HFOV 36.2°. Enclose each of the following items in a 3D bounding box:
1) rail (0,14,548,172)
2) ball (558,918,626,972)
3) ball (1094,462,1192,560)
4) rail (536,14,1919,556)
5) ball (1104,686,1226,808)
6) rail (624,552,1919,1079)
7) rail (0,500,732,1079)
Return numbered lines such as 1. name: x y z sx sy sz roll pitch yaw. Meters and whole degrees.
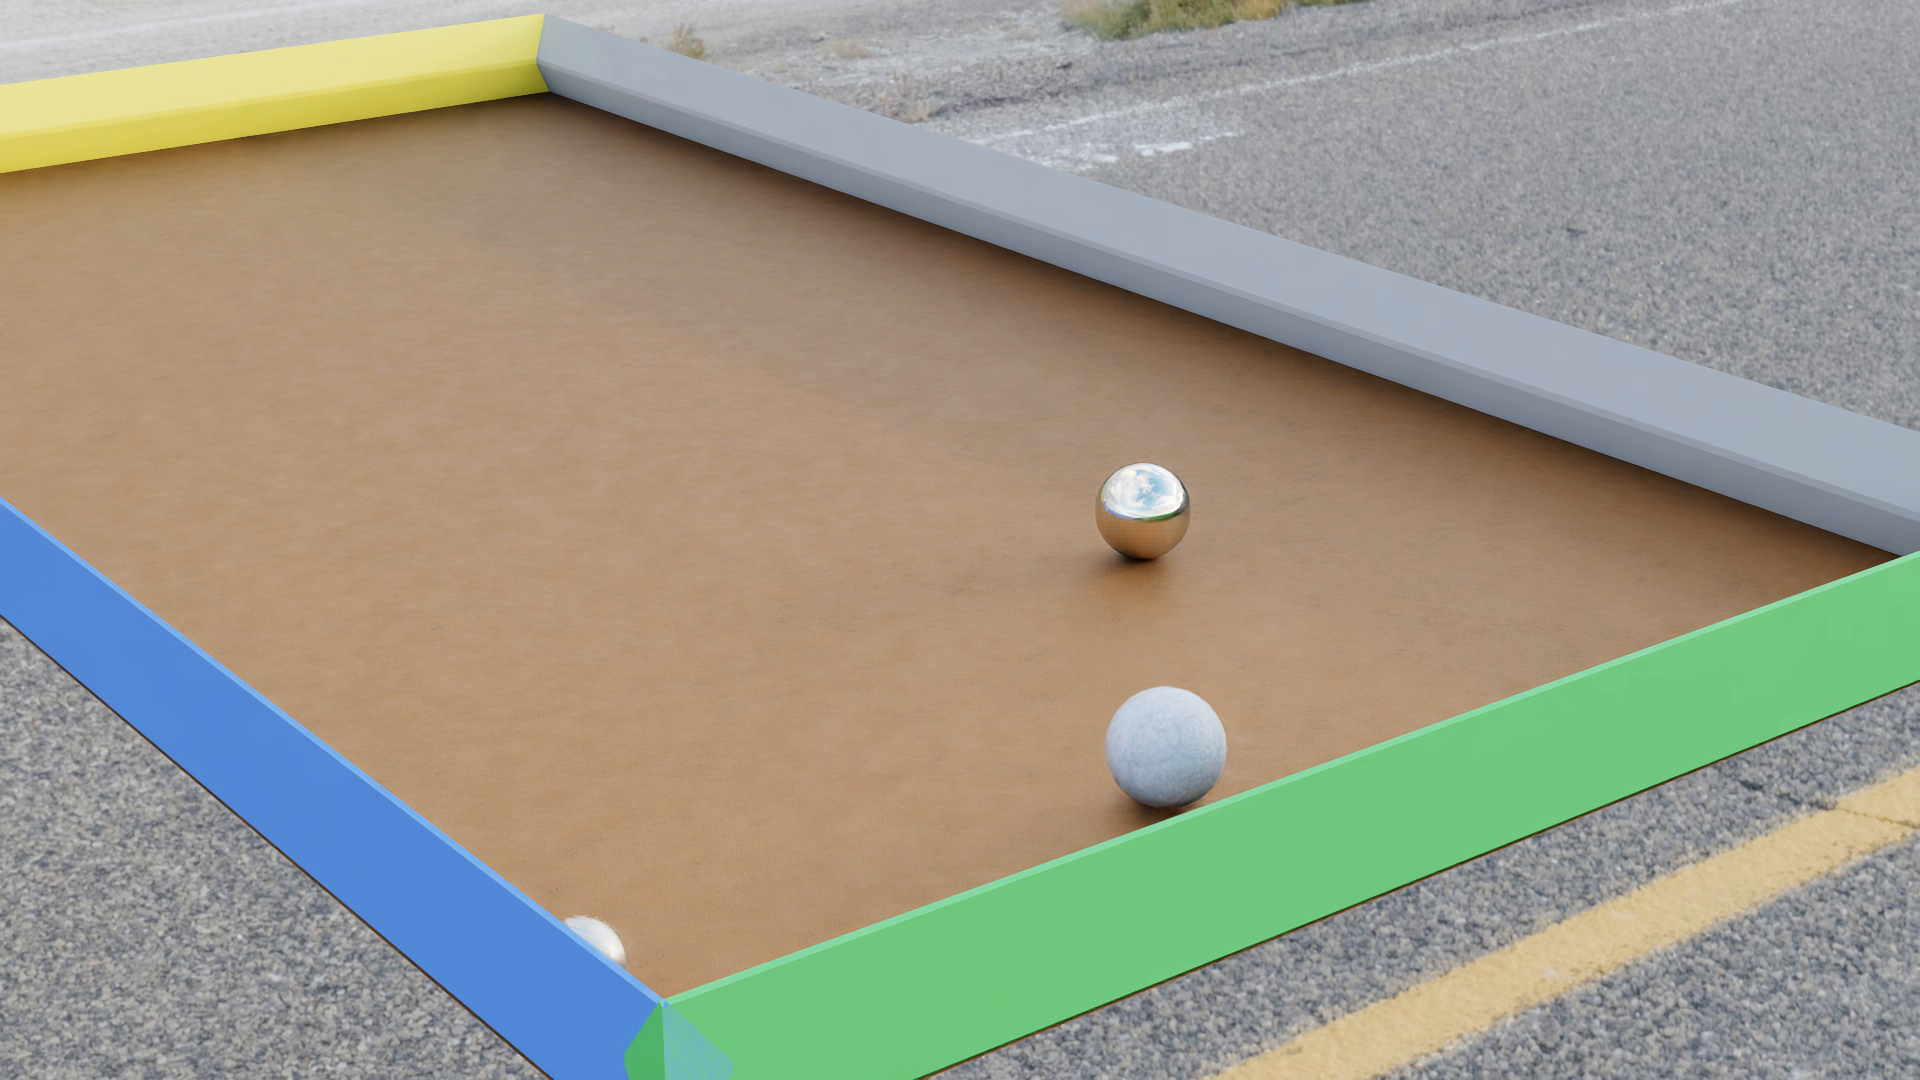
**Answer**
1. rail: -1.173 -0.576 4.023 1.419 0.117 0.045 -15 26 -34
2. ball: -0.245 0.273 1.894 0.059 0.059 0.059 0 21 0
3. ball: 0.164 -0.026 2.634 0.087 0.087 0.087 0 21 0
4. rail: 0.150 -0.358 3.454 0.045 0.117 2.619 -15 26 -34
5. ball: 0.151 0.153 2.164 0.090 0.090 0.090 0 21 0
6. rail: 0.381 0.158 2.111 1.419 0.117 0.045 -15 26 -34
7. rail: -0.942 -0.061 2.680 0.045 0.117 2.619 -15 26 -34
